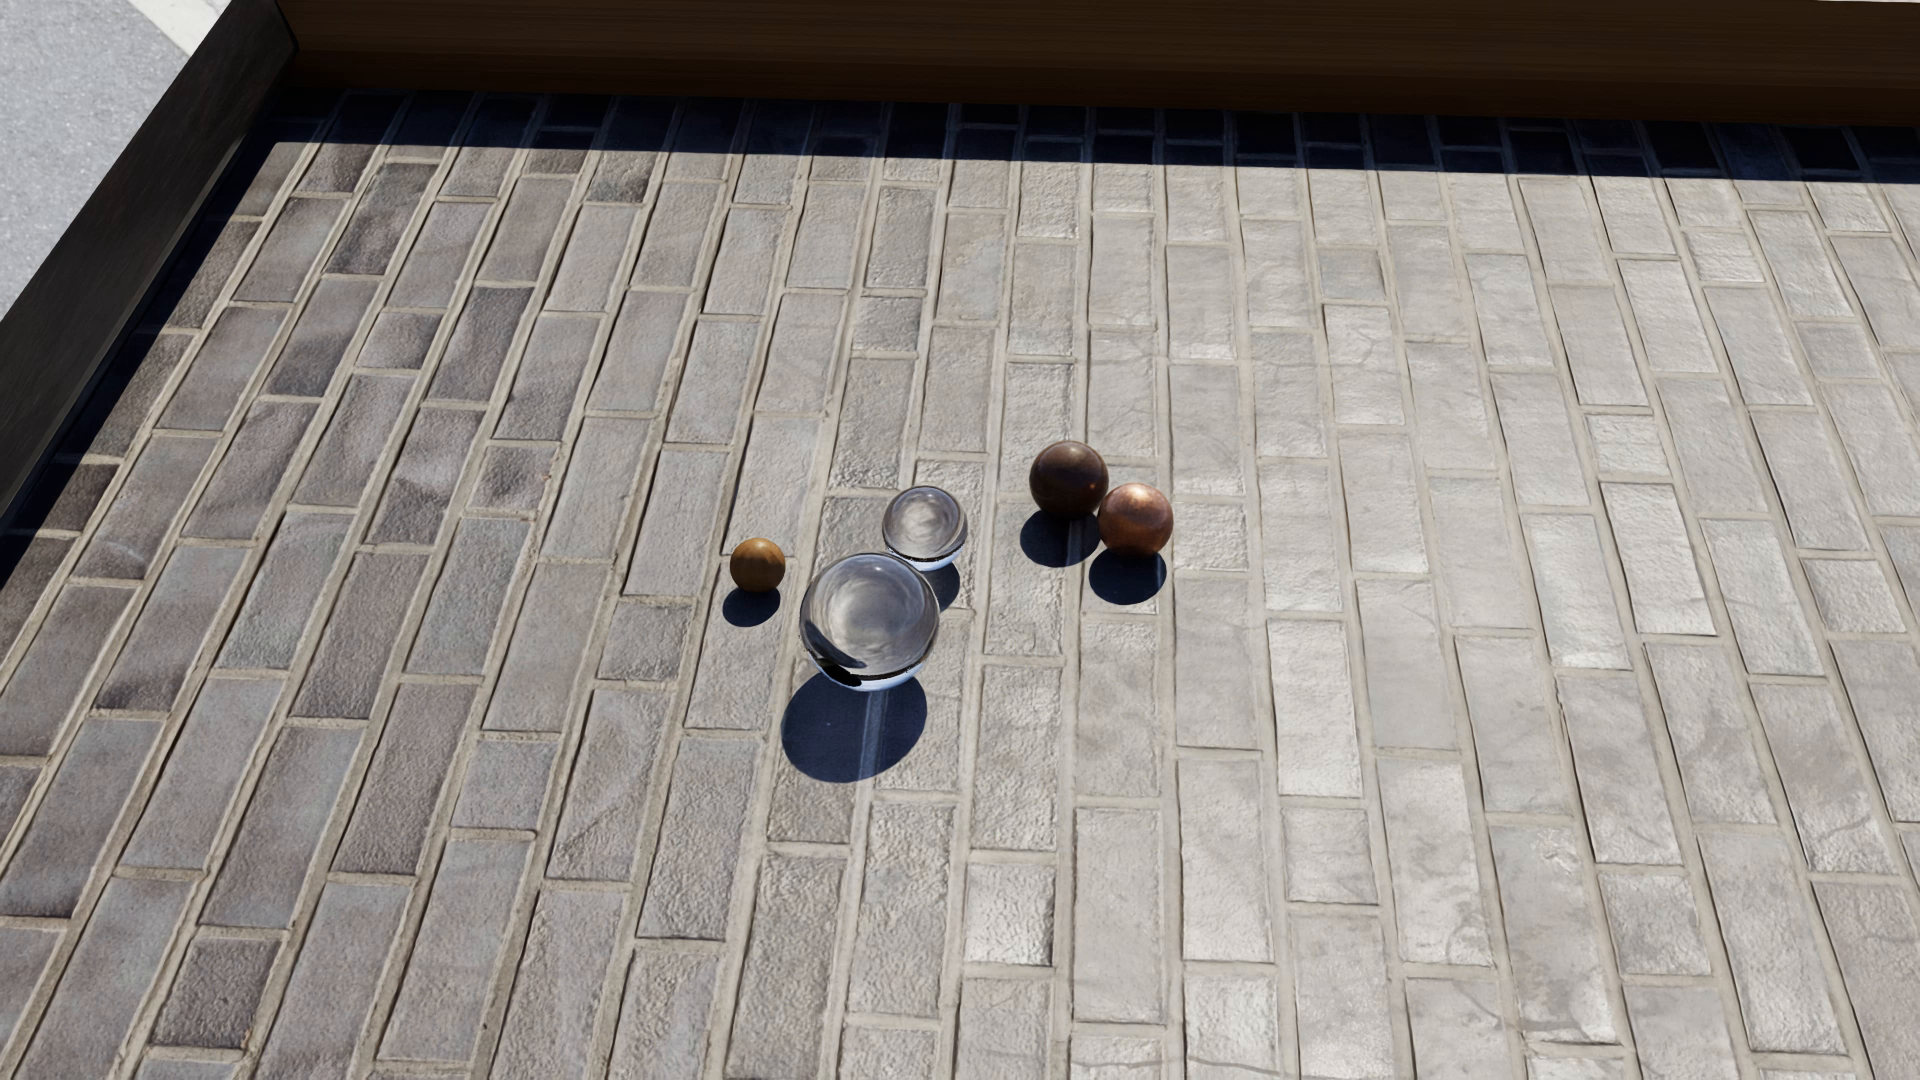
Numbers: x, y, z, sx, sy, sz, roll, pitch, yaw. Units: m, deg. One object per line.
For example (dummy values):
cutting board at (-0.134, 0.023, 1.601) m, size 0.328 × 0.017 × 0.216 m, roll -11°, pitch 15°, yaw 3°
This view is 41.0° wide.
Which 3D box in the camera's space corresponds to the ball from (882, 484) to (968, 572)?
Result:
ball at (-0.026, -0.009, 1.875) m, size 0.063 × 0.063 × 0.063 m, roll 0°, pitch 35°, yaw 0°

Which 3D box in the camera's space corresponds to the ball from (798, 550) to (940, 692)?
ball at (-0.062, 0.056, 1.754) m, size 0.097 × 0.097 × 0.097 m, roll 0°, pitch 35°, yaw 0°

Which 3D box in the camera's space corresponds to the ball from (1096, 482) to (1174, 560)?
ball at (0.129, -0.014, 1.888) m, size 0.057 × 0.057 × 0.057 m, roll 0°, pitch 35°, yaw 0°

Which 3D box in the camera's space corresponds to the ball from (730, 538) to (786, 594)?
ball at (-0.146, 0.019, 1.856) m, size 0.041 × 0.041 × 0.041 m, roll 0°, pitch 35°, yaw 0°

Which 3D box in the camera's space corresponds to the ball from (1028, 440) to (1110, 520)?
ball at (0.082, -0.045, 1.929) m, size 0.061 × 0.061 × 0.061 m, roll 0°, pitch 35°, yaw 0°

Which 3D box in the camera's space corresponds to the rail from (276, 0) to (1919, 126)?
rail at (0.775, -0.446, 2.441) m, size 2.926 × 0.126 × 0.045 m, roll 2°, pitch 35°, yaw 3°

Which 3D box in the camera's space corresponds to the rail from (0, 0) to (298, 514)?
rail at (-0.707, -0.050, 1.877) m, size 0.045 × 0.126 × 1.592 m, roll 2°, pitch 35°, yaw 3°
